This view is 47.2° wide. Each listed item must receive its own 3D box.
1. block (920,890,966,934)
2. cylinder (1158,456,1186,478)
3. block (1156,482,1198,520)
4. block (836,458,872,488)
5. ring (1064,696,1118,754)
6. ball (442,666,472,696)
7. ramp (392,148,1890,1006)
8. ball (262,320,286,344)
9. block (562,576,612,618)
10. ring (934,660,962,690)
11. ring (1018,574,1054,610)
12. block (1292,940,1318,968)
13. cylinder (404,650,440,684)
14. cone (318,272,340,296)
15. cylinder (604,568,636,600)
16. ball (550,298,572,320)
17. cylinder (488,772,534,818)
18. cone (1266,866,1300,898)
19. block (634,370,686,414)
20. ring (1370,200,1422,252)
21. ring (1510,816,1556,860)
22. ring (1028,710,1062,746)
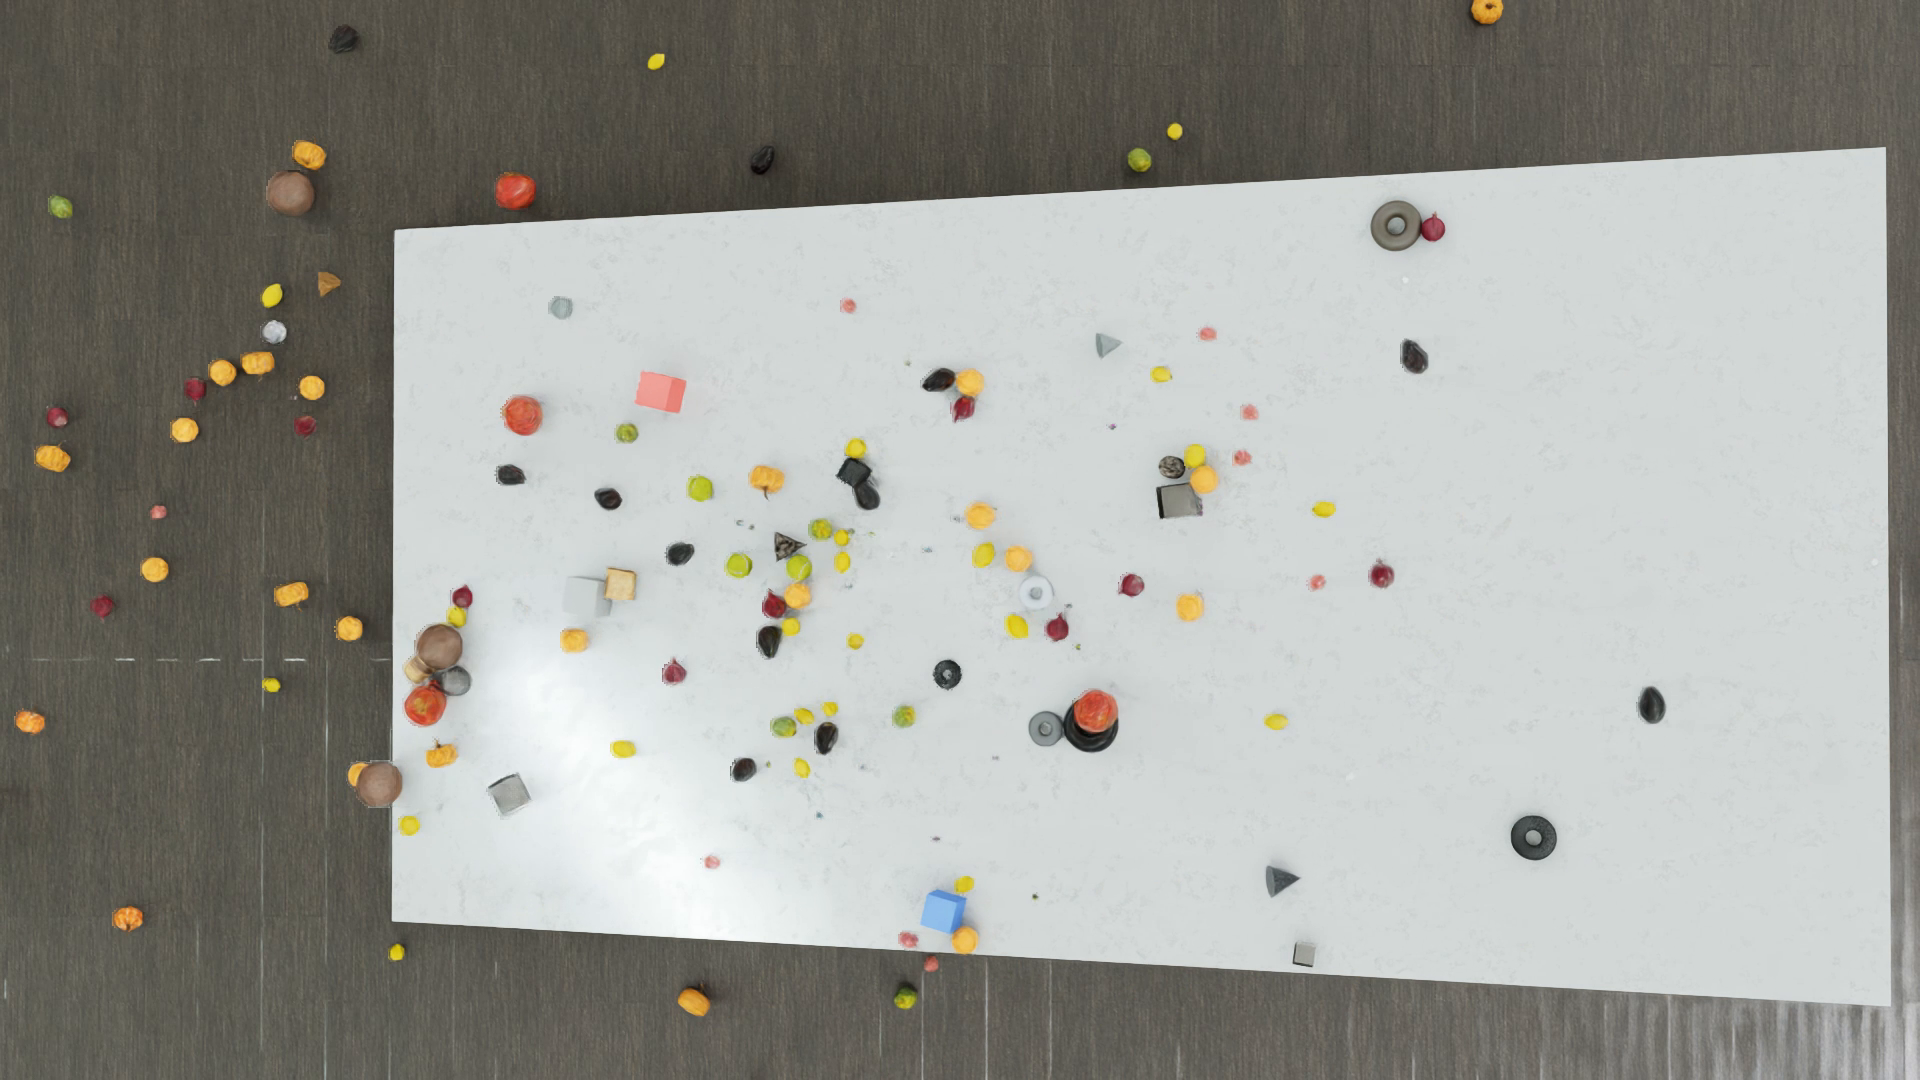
[{"bbox_3d":[-0.044,0.977,5.786,0.084,0.084,0.084,14,94,18],"label":"block"},{"bbox_3d":[0.542,-0.186,5.624,0.057,0.057,0.057,0,89,18],"label":"cylinder"},{"bbox_3d":[0.553,-0.098,5.607,0.082,0.082,0.082,-8,87,18],"label":"block"},{"bbox_3d":[-0.283,-0.179,5.893,0.060,0.060,0.060,32,99,16],"label":"block"},{"bbox_3d":[0.338,0.479,5.687,0.146,0.049,0.146,0,90,17],"label":"ring"},{"bbox_3d":[-1.429,0.403,6.246,0.086,0.086,0.086,0,89,0],"label":"ball"},{"bbox_3d":[0.276,0.092,5.790,4.000,0.100,2.000,0,89,18],"label":"ramp"},{"bbox_3d":[-2.006,-0.608,6.436,0.067,0.067,0.067,0,89,0],"label":"ball"},{"bbox_3d":[-1.033,0.158,6.113,0.100,0.100,0.100,8,92,18],"label":"block"},{"bbox_3d":[-0.033,0.356,5.822,0.079,0.026,0.079,-1,88,19],"label":"ring"},{"bbox_3d":[0.199,0.138,5.746,0.094,0.031,0.094,0,89,17],"label":"ring"},{"bbox_3d":[0.865,1.036,5.504,0.052,0.052,0.052,8,92,18],"label":"block"},{"bbox_3d":[-1.541,0.365,6.291,0.070,0.070,0.070,-40,89,14],"label":"cylinder"},{"bbox_3d":[-1.866,-0.739,6.456,0.068,0.068,0.068,35,116,0],"label":"cone"},{"bbox_3d":[-0.940,0.123,6.093,0.079,0.079,0.079,8,92,0],"label":"cylinder"},{"bbox_3d":[-1.118,-0.649,6.171,0.062,0.062,0.062,0,89,0],"label":"ball"},{"bbox_3d":[-1.262,0.718,6.183,0.093,0.093,0.093,-28,81,0],"label":"cylinder"},{"bbox_3d":[0.819,0.854,5.530,0.081,0.081,0.081,-5,89,-7],"label":"cone"},{"bbox_3d":[-0.824,-0.407,6.055,0.094,0.094,0.094,14,94,18],"label":"block"},{"bbox_3d":[1.084,-0.780,5.463,0.129,0.043,0.129,-2,86,20],"label":"ring"},{"bbox_3d":[1.394,0.724,5.344,0.111,0.037,0.111,0,90,20],"label":"ring"},{"bbox_3d":[0.223,0.493,5.733,0.094,0.031,0.094,-1,88,19],"label":"ring"}]
